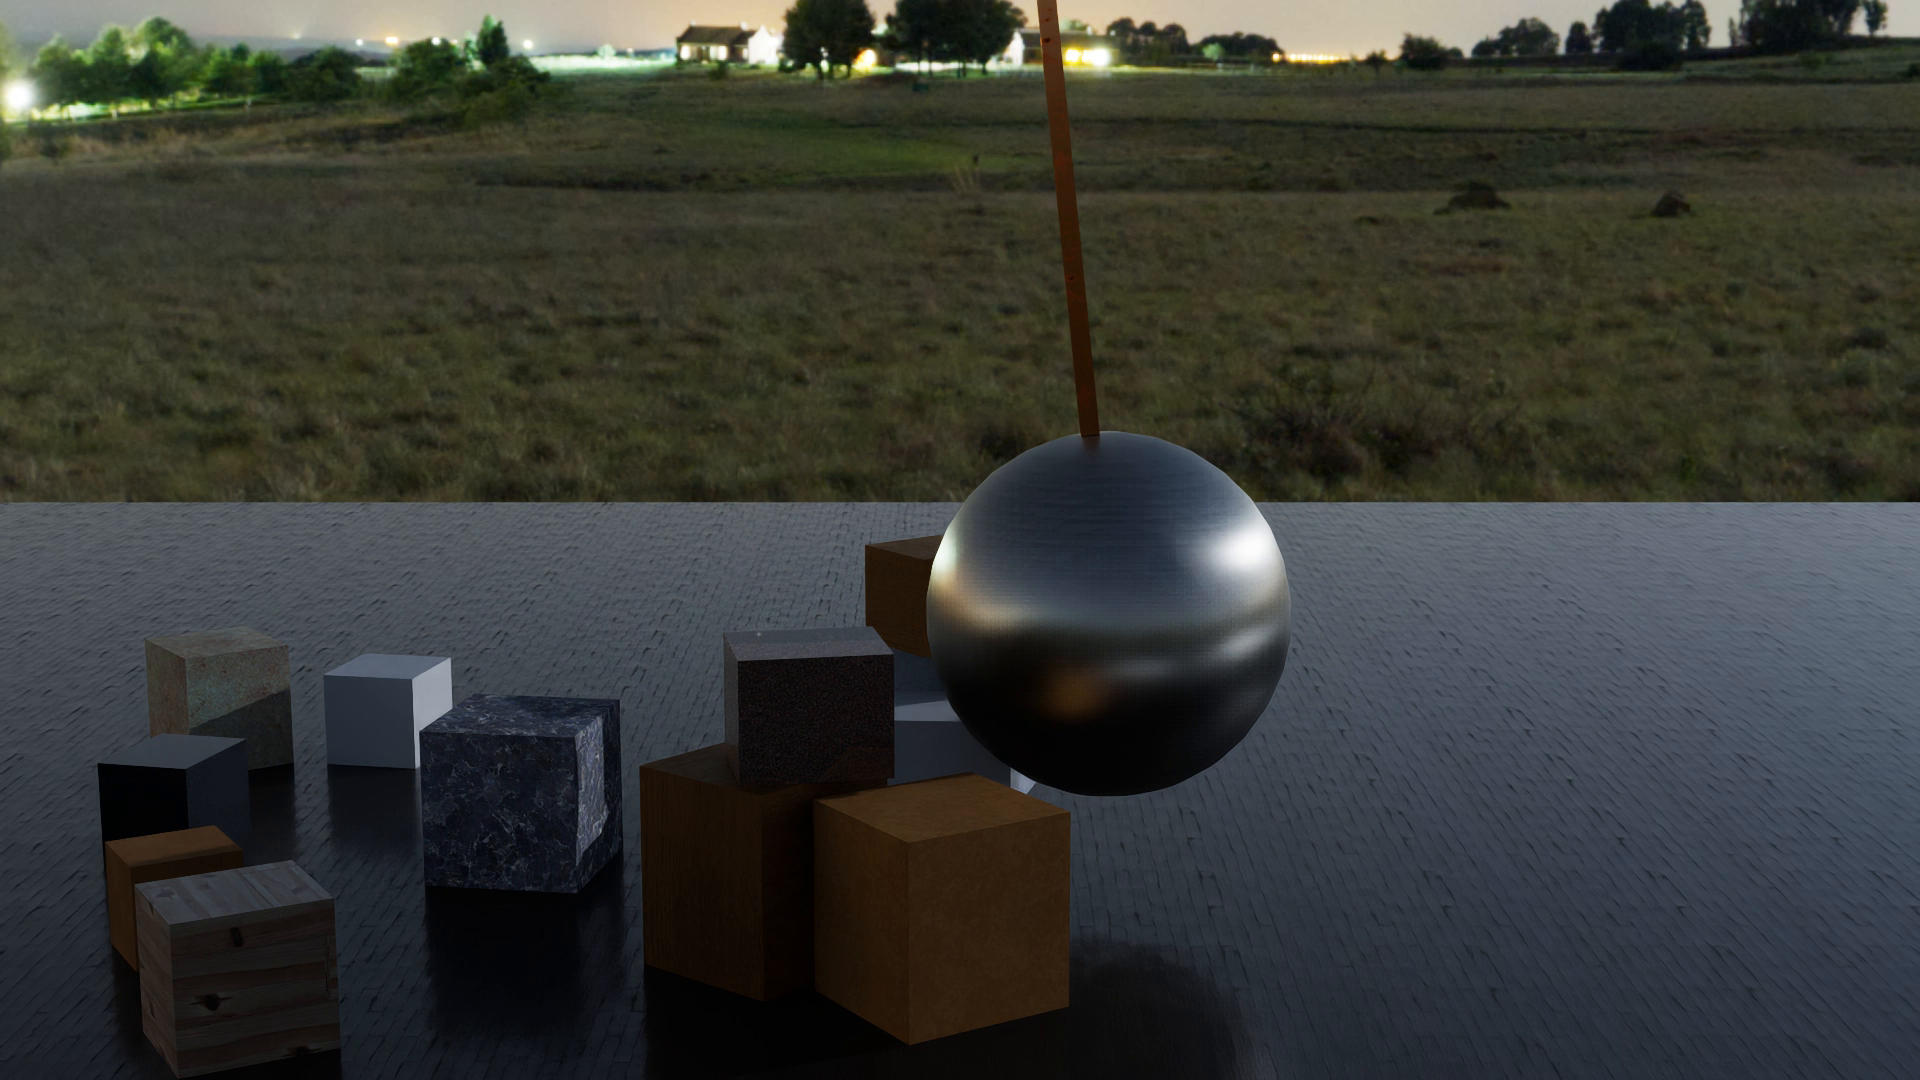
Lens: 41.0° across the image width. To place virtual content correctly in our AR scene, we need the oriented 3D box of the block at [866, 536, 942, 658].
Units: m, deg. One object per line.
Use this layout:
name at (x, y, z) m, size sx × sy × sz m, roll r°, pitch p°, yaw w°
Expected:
block at (-0.135, 0.265, 12.385) m, size 0.448 × 0.470 × 0.484 m, roll -8°, pitch 13°, yaw -36°

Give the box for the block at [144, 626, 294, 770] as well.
block at (-3.828, 0.831, 13.256) m, size 0.539 × 0.623 × 0.581 m, roll -8°, pitch 13°, yaw -36°

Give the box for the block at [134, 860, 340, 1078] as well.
block at (-2.647, 1.559, 9.395) m, size 0.585 × 0.570 × 0.529 m, roll -6°, pitch 12°, yaw -30°

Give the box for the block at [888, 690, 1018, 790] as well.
block at (-0.051, 1.067, 12.052) m, size 0.619 × 0.588 × 0.572 m, roll 1°, pitch 10°, yaw 5°

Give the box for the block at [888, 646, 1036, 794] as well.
block at (-0.021, 0.834, 12.773) m, size 0.766 × 0.789 × 0.788 m, roll 3°, pitch 11°, yaw 14°

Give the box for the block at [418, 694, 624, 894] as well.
block at (-1.947, 1.120, 11.461) m, size 0.693 × 0.696 × 0.694 m, roll 2°, pitch 10°, yaw 9°

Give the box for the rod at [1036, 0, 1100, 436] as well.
rod at (0.281, -3.002, 10.634) m, size 0.080 × 5.200 × 0.080 m, roll -6°, pitch 10°, yaw 1°

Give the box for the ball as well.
ball at (0.649, 0.323, 11.239) m, size 1.600 × 1.600 × 1.600 m, roll 0°, pitch 10°, yaw 0°

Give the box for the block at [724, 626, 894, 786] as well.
block at (-0.598, 0.645, 10.072) m, size 0.602 × 0.492 × 0.511 m, roll -2°, pitch 11°, yaw -11°

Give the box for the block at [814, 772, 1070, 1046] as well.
block at (-0.073, 1.385, 9.800) m, size 0.721 × 0.769 × 0.683 m, roll -7°, pitch 12°, yaw -33°

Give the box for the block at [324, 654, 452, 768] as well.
block at (-2.974, 0.886, 13.376) m, size 0.485 × 0.470 × 0.505 m, roll 2°, pitch 11°, yaw 11°

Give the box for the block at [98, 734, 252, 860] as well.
block at (-3.597, 1.186, 11.773) m, size 0.438 × 0.453 × 0.545 m, roll 2°, pitch 11°, yaw 13°

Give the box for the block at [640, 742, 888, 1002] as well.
block at (-0.777, 1.280, 10.239) m, size 0.670 × 0.817 × 0.717 m, roll 9°, pitch 13°, yaw 39°

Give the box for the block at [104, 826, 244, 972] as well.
block at (-3.178, 1.447, 10.403) m, size 0.445 × 0.430 × 0.405 m, roll -6°, pitch 12°, yaw -31°
